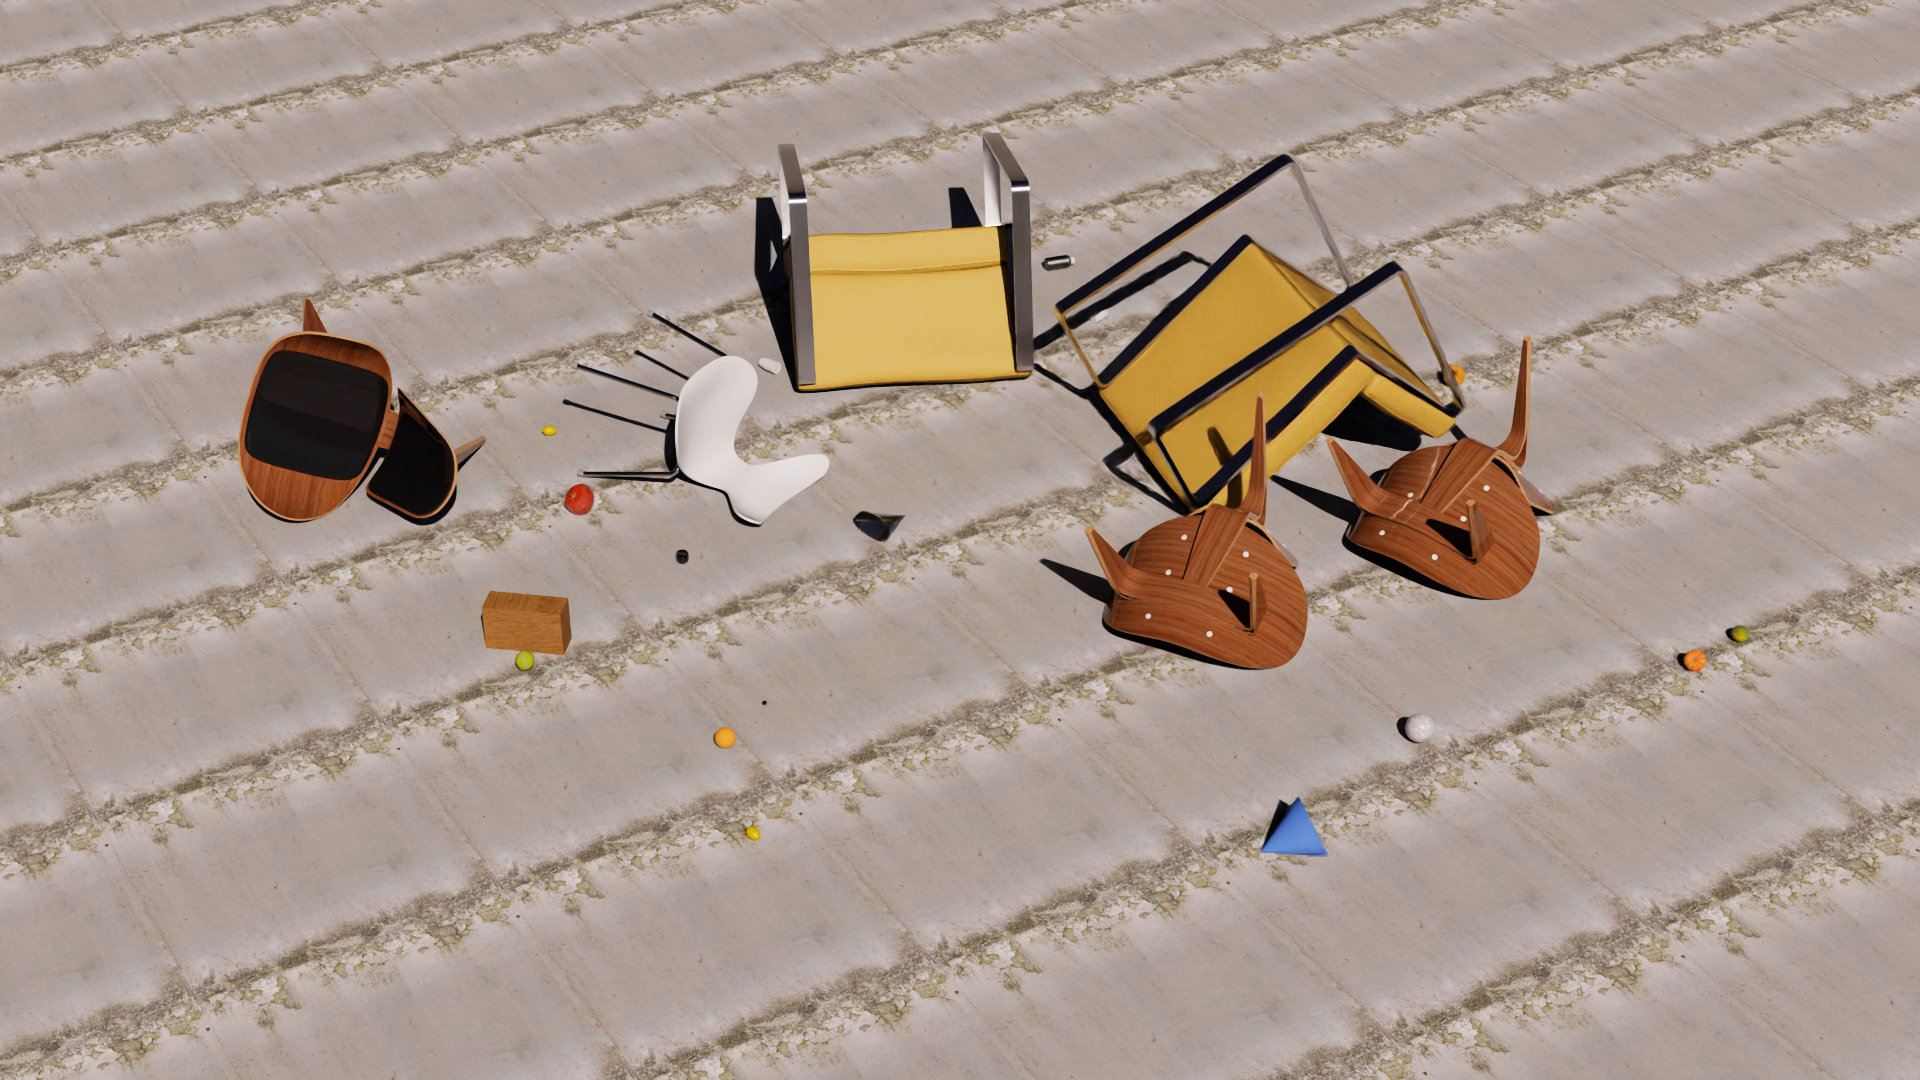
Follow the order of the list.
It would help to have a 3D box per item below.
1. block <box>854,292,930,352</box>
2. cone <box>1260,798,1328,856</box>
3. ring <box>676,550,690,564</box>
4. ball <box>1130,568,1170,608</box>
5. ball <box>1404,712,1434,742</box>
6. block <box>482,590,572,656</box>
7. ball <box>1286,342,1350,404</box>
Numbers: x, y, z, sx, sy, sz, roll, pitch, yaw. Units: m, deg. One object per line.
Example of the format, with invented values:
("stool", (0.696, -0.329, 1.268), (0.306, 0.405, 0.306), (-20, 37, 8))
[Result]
("block", (-0.281, -0.902, 12.136), (0.298, 0.195, 0.141), (-3, 33, -4))
("cone", (1.049, 0.959, 9.417), (0.191, 0.161, 0.220), (-27, 59, 3))
("ring", (-1.024, 0.062, 10.816), (0.049, 0.039, 0.055), (-10, 36, -19))
("ball", (0.685, 0.171, 10.550), (0.149, 0.149, 0.149), (0, 33, 0))
("ball", (1.551, 0.634, 9.891), (0.101, 0.101, 0.101), (0, 33, 0))
("block", (-1.527, 0.293, 10.342), (0.284, 0.175, 0.104), (5, 34, 7))
("ball", (1.433, -0.671, 11.737), (0.248, 0.248, 0.248), (0, 33, 0))
